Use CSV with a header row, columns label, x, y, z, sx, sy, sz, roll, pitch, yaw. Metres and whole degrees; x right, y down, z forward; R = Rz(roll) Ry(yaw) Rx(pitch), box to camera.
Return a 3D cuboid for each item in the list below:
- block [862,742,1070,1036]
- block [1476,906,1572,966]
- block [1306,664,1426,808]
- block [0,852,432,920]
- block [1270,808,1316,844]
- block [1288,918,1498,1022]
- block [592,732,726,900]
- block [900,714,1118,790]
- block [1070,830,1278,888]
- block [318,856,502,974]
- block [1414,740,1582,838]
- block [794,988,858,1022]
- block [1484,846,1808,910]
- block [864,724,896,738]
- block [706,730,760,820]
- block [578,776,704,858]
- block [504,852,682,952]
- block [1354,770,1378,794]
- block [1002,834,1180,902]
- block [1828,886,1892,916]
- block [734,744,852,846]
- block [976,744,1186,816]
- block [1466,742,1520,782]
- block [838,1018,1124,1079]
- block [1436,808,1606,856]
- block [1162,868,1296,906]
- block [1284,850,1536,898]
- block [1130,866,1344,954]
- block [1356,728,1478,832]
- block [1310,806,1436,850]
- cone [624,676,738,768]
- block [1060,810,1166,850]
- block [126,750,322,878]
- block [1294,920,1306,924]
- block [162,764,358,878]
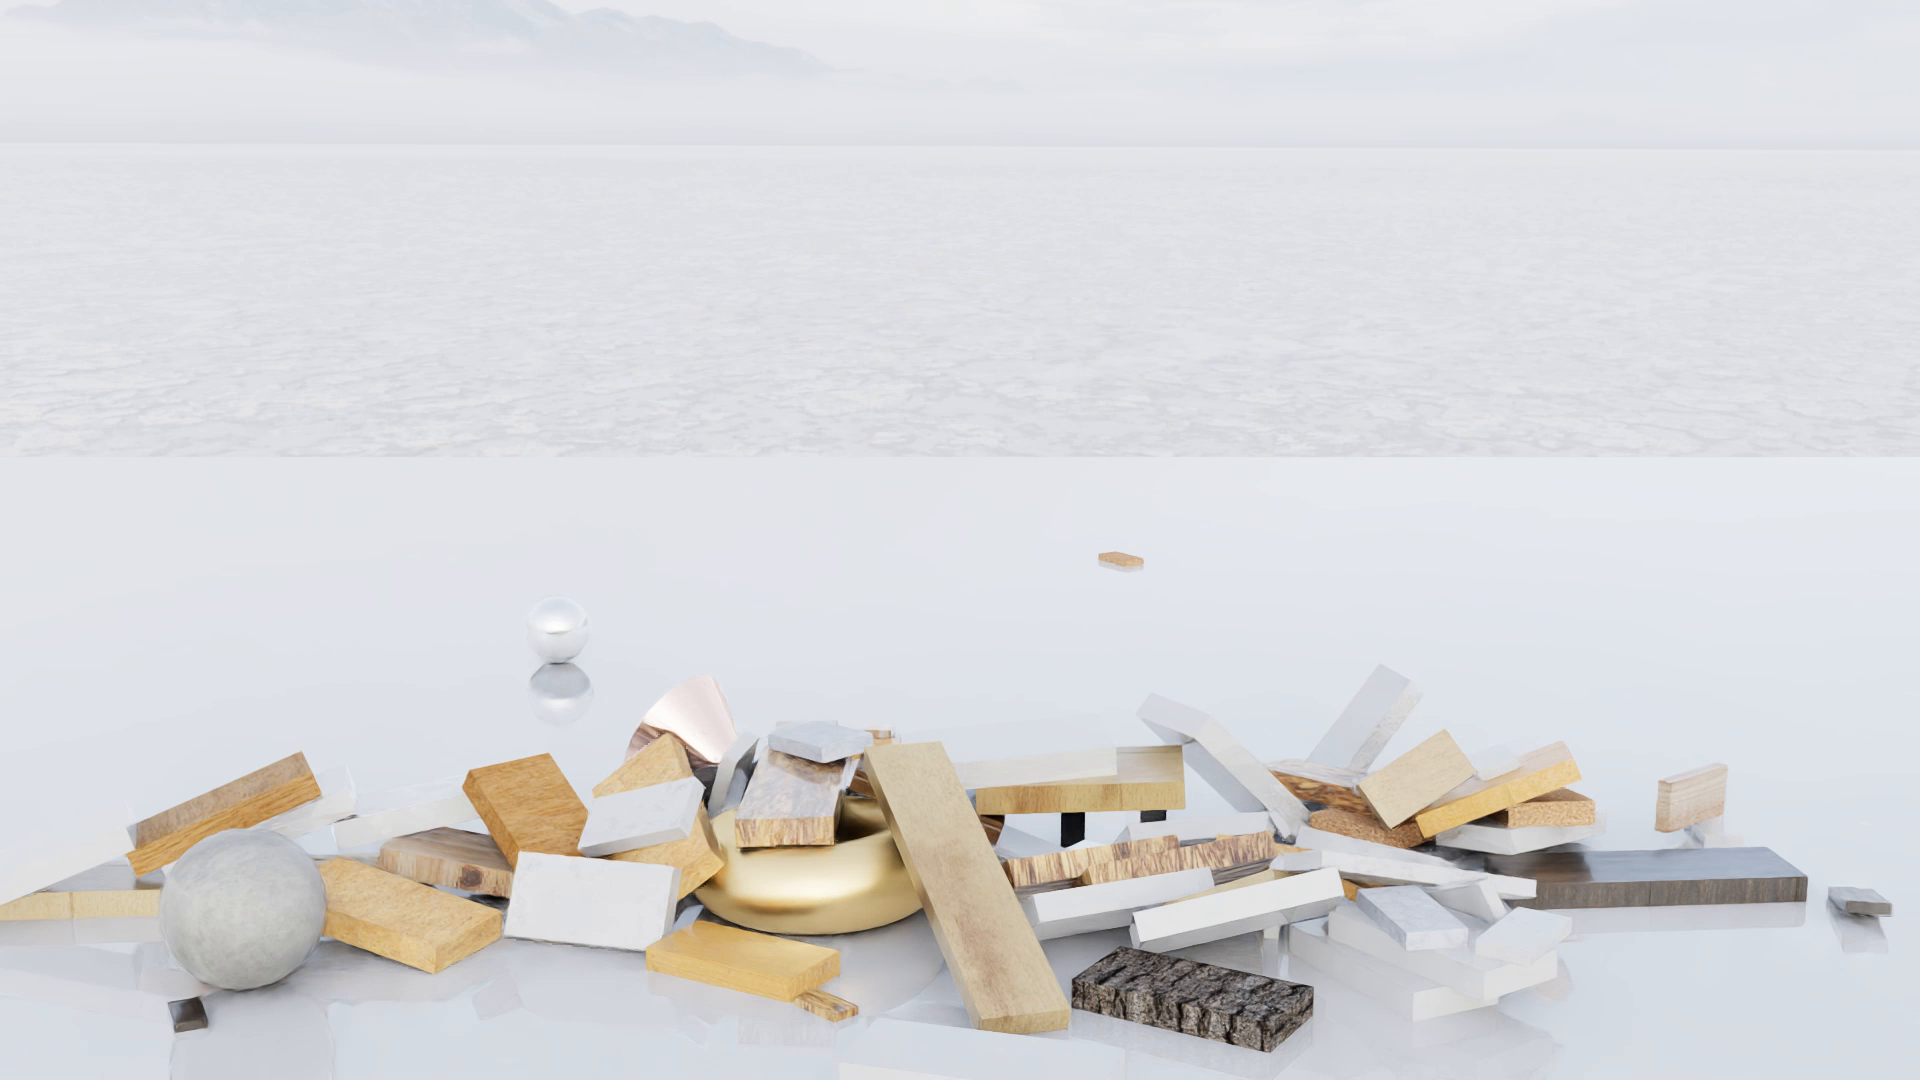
label,x,y,z,sx,sy,sz,roll,pitch,yaw
block,-0.003,0.518,3.375,0.131,0.037,0.689,-3,29,-16
block,0.821,0.576,3.201,0.082,0.023,0.165,7,13,34
block,0.754,0.372,4.169,0.040,0.282,0.141,37,0,-17
block,-1.226,0.572,3.646,0.677,0.044,0.157,-1,11,-5
block,0.589,0.507,3.783,0.172,0.015,0.054,31,23,-49
block,0.648,0.635,3.306,0.154,0.044,0.309,-5,12,-26
block,-0.495,0.467,3.589,0.162,0.046,0.328,-37,35,3
block,0.080,0.367,3.783,0.351,0.050,0.176,-5,15,-6
block,0.342,0.535,3.540,0.308,0.044,0.154,-9,-20,-13
block,-0.901,0.585,3.447,0.325,0.046,0.162,13,16,23
block,0.921,0.428,3.791,0.282,0.040,0.141,-22,4,10
block,-0.194,0.674,3.183,0.045,0.013,0.091,-10,14,-42
block,1.143,0.566,3.681,0.497,0.044,0.154,-1,11,-5
block,-0.168,0.399,4.598,0.057,0.016,0.126,0,1,2
block,-0.408,0.445,3.858,0.029,0.204,0.102,23,26,10
block,-0.515,0.449,3.553,0.204,0.029,0.102,-15,40,26
block,-0.573,0.566,3.433,0.263,0.131,0.037,3,-16,16
block,0.780,0.428,3.908,0.093,0.026,0.186,3,4,33
block,0.192,0.543,3.596,0.308,0.044,0.154,-5,-20,-25
block,1.460,0.586,3.573,0.070,0.020,0.139,2,1,11
block,-0.275,0.423,3.711,0.155,0.044,0.524,-2,8,0
block,0.209,0.411,3.780,0.351,0.050,0.175,-2,15,5
block,0.931,0.388,3.841,0.070,0.020,0.139,-22,3,7
block,0.030,0.706,2.925,0.351,0.044,0.155,3,11,17
block,0.991,0.506,3.878,0.301,0.043,0.151,-2,3,-43
block,0.418,0.551,3.395,0.191,0.027,0.095,-23,-22,24
block,0.703,0.522,3.419,0.418,0.027,0.095,11,-15,-26
block,0.415,0.564,3.321,0.310,0.044,0.155,-13,-20,-2
block,0.781,0.411,3.767,0.186,0.093,0.026,-30,-17,-13
block,0.773,0.504,3.941,0.151,0.043,0.301,9,9,41
cone,-0.460,0.434,4.200,0.253,0.253,0.253,36,27,24
block,0.272,0.481,3.889,0.135,0.135,0.135,8,13,36
block,-1.221,0.450,3.638,0.310,0.044,0.155,-24,16,-18
block,0.582,0.596,3.571,0.082,0.023,0.165,1,11,5
block,-1.162,0.473,3.655,0.313,0.044,0.157,-23,16,-12
